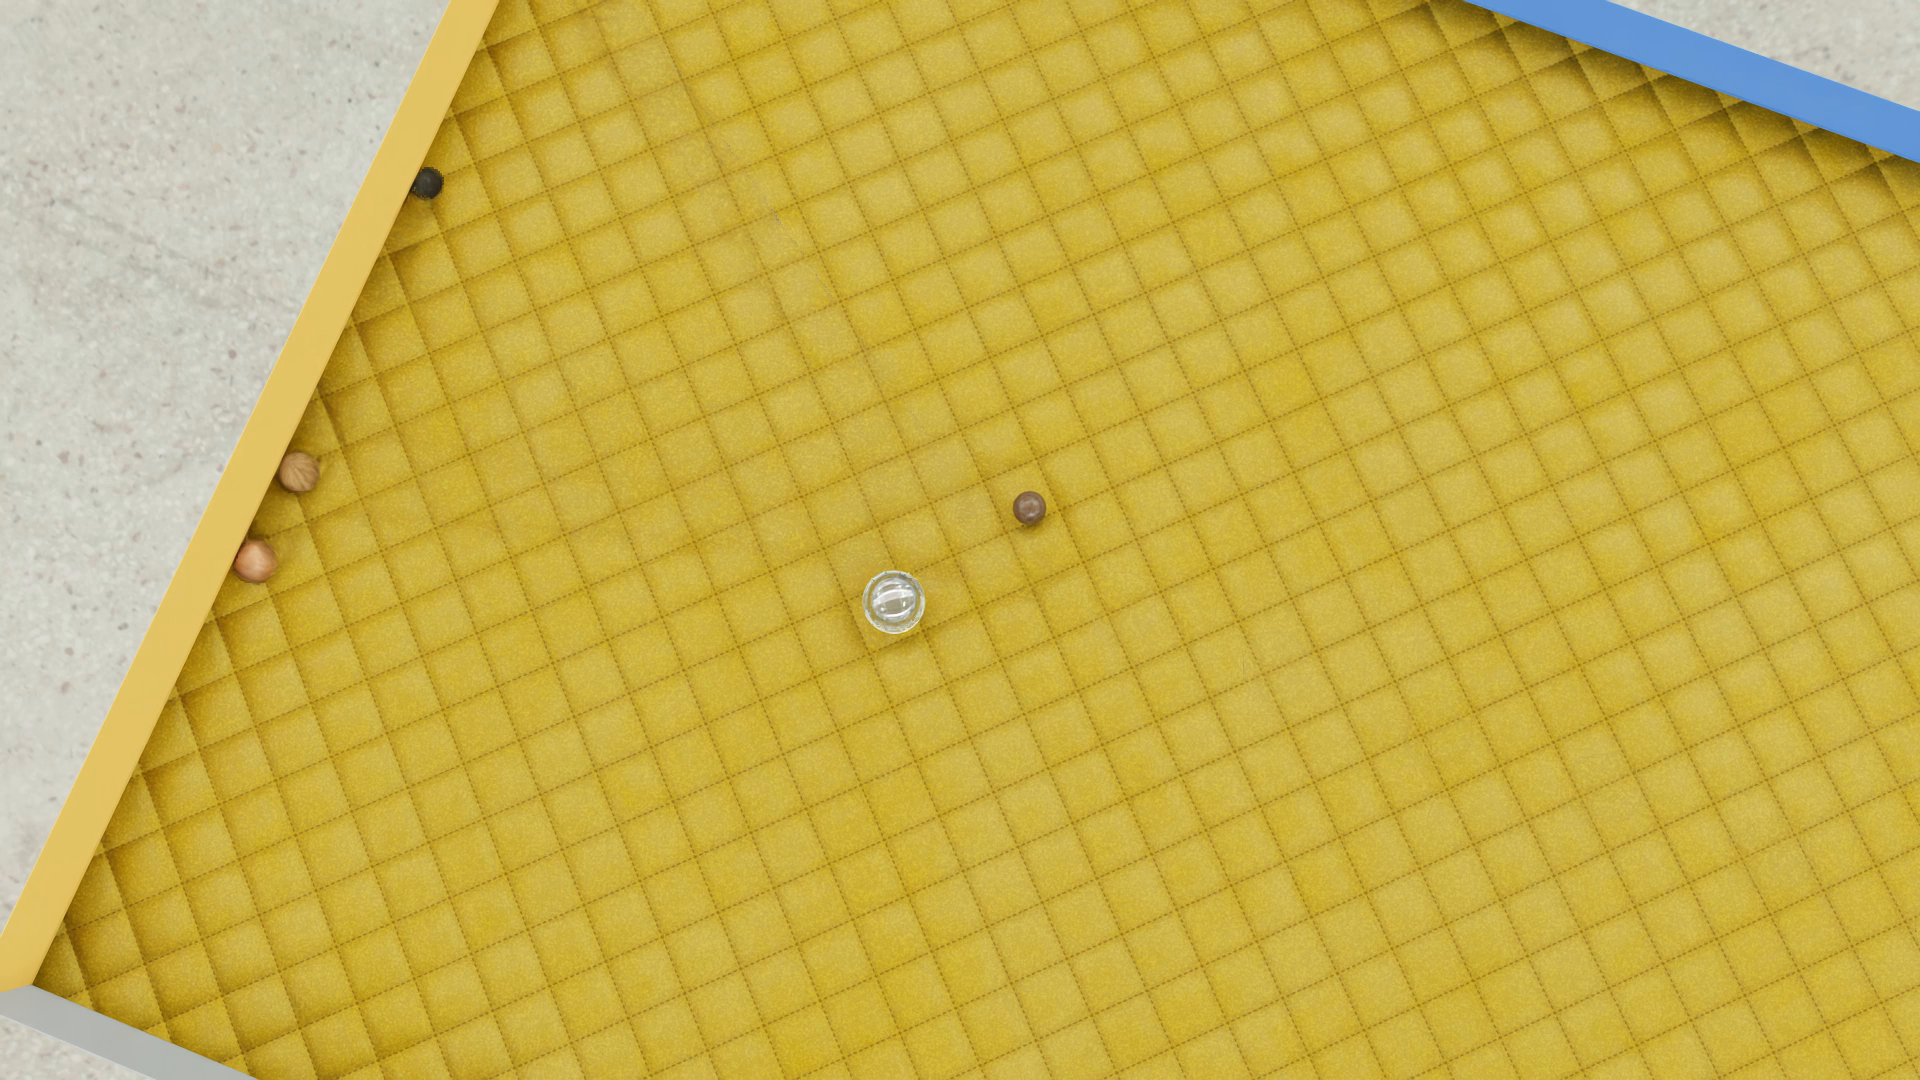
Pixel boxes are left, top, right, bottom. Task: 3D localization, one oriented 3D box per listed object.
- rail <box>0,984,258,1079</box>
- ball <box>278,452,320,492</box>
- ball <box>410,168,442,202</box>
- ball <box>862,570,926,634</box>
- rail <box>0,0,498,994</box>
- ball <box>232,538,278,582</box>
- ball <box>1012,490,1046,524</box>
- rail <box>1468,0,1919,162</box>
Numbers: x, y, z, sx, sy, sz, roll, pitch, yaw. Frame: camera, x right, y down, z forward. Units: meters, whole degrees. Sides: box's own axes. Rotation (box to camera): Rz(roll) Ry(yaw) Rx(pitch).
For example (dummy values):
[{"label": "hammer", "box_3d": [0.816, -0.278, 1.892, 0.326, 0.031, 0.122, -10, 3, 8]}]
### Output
[{"label": "rail", "box_3d": [0.558, 1.383, 2.976, 4.163, 0.126, 0.045, 21, 78, 5]}, {"label": "ball", "box_3d": [-1.003, -0.104, 3.339, 0.062, 0.062, 0.062, 0, 78, 0]}, {"label": "ball", "box_3d": [-0.837, -0.557, 3.445, 0.051, 0.051, 0.051, 0, 78, 0]}, {"label": "ball", "box_3d": [-0.099, 0.092, 3.279, 0.095, 0.095, 0.095, 0, 78, 0]}, {"label": "rail", "box_3d": [-0.946, -0.370, 3.364, 0.045, 0.126, 2.288, 21, 78, 5]}, {"label": "ball", "box_3d": [-1.059, 0.030, 3.308, 0.065, 0.065, 0.065, 0, 78, 0]}, {"label": "ball", "box_3d": [0.105, -0.049, 3.332, 0.052, 0.052, 0.052, 0, 78, 0]}, {"label": "rail", "box_3d": [1.379, -0.653, 3.427, 4.163, 0.126, 0.045, 21, 78, 5]}]
